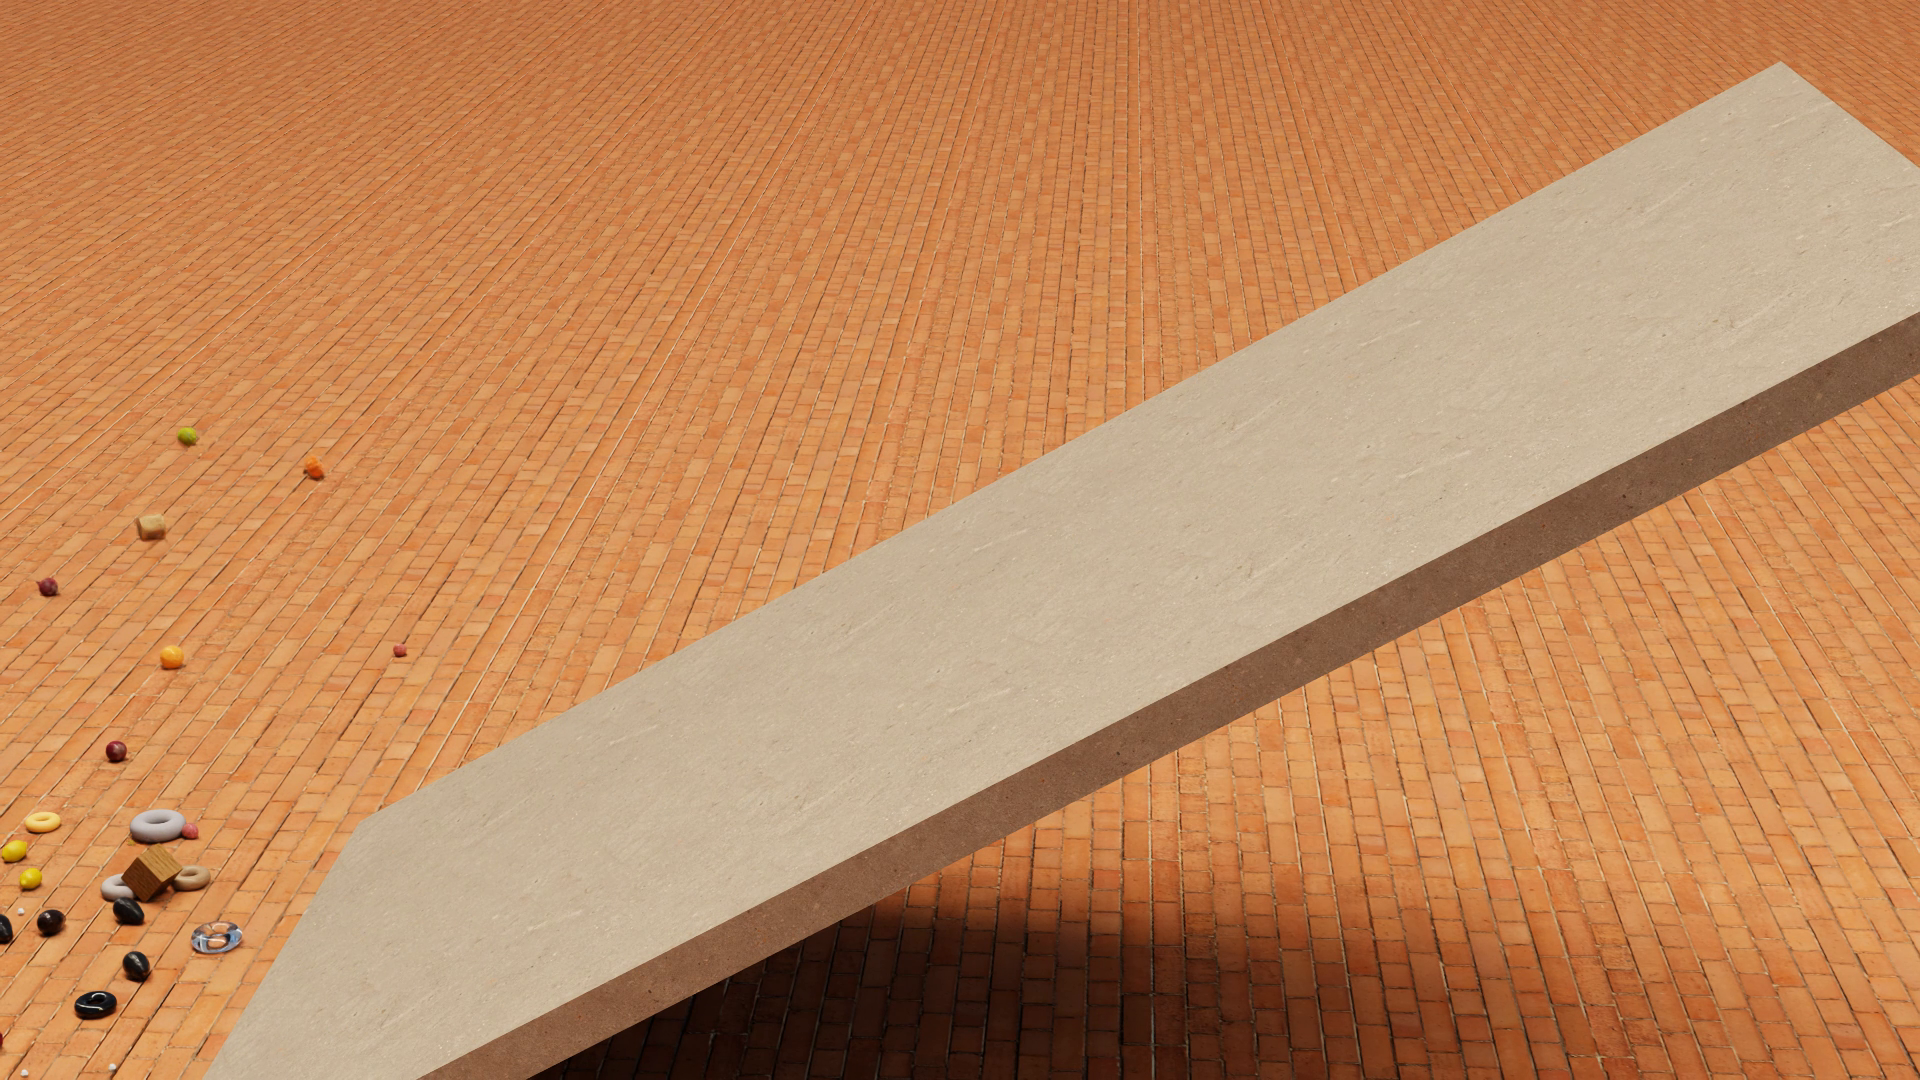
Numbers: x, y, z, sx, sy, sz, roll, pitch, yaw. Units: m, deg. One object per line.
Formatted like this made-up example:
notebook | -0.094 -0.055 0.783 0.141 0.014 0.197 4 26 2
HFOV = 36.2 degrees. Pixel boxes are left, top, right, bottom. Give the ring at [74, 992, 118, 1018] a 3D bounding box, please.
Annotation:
ring | -2.002 1.076 6.811 0.098 0.033 0.098 0 20 0

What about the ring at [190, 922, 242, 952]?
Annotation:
ring | -1.804 0.963 7.137 0.123 0.041 0.123 0 20 0

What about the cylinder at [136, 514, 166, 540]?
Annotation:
cylinder | -2.778 -0.045 10.099 0.079 0.079 0.079 -7 19 -28

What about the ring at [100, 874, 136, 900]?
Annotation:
ring | -2.107 0.874 7.409 0.112 0.037 0.112 -1 19 0

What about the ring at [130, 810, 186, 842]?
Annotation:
ring | -2.114 0.753 7.754 0.146 0.049 0.146 1 18 0

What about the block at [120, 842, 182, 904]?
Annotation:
block | -2.028 0.836 7.382 0.090 0.090 0.090 45 28 3

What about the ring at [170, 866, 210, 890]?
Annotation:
ring | -1.955 0.857 7.465 0.106 0.035 0.106 1 19 0

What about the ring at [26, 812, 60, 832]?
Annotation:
ring | -2.431 0.748 7.797 0.092 0.031 0.092 1 18 0

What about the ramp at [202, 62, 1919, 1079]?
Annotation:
ramp | 0.142 0.168 6.284 4.000 0.100 2.000 -28 15 12
